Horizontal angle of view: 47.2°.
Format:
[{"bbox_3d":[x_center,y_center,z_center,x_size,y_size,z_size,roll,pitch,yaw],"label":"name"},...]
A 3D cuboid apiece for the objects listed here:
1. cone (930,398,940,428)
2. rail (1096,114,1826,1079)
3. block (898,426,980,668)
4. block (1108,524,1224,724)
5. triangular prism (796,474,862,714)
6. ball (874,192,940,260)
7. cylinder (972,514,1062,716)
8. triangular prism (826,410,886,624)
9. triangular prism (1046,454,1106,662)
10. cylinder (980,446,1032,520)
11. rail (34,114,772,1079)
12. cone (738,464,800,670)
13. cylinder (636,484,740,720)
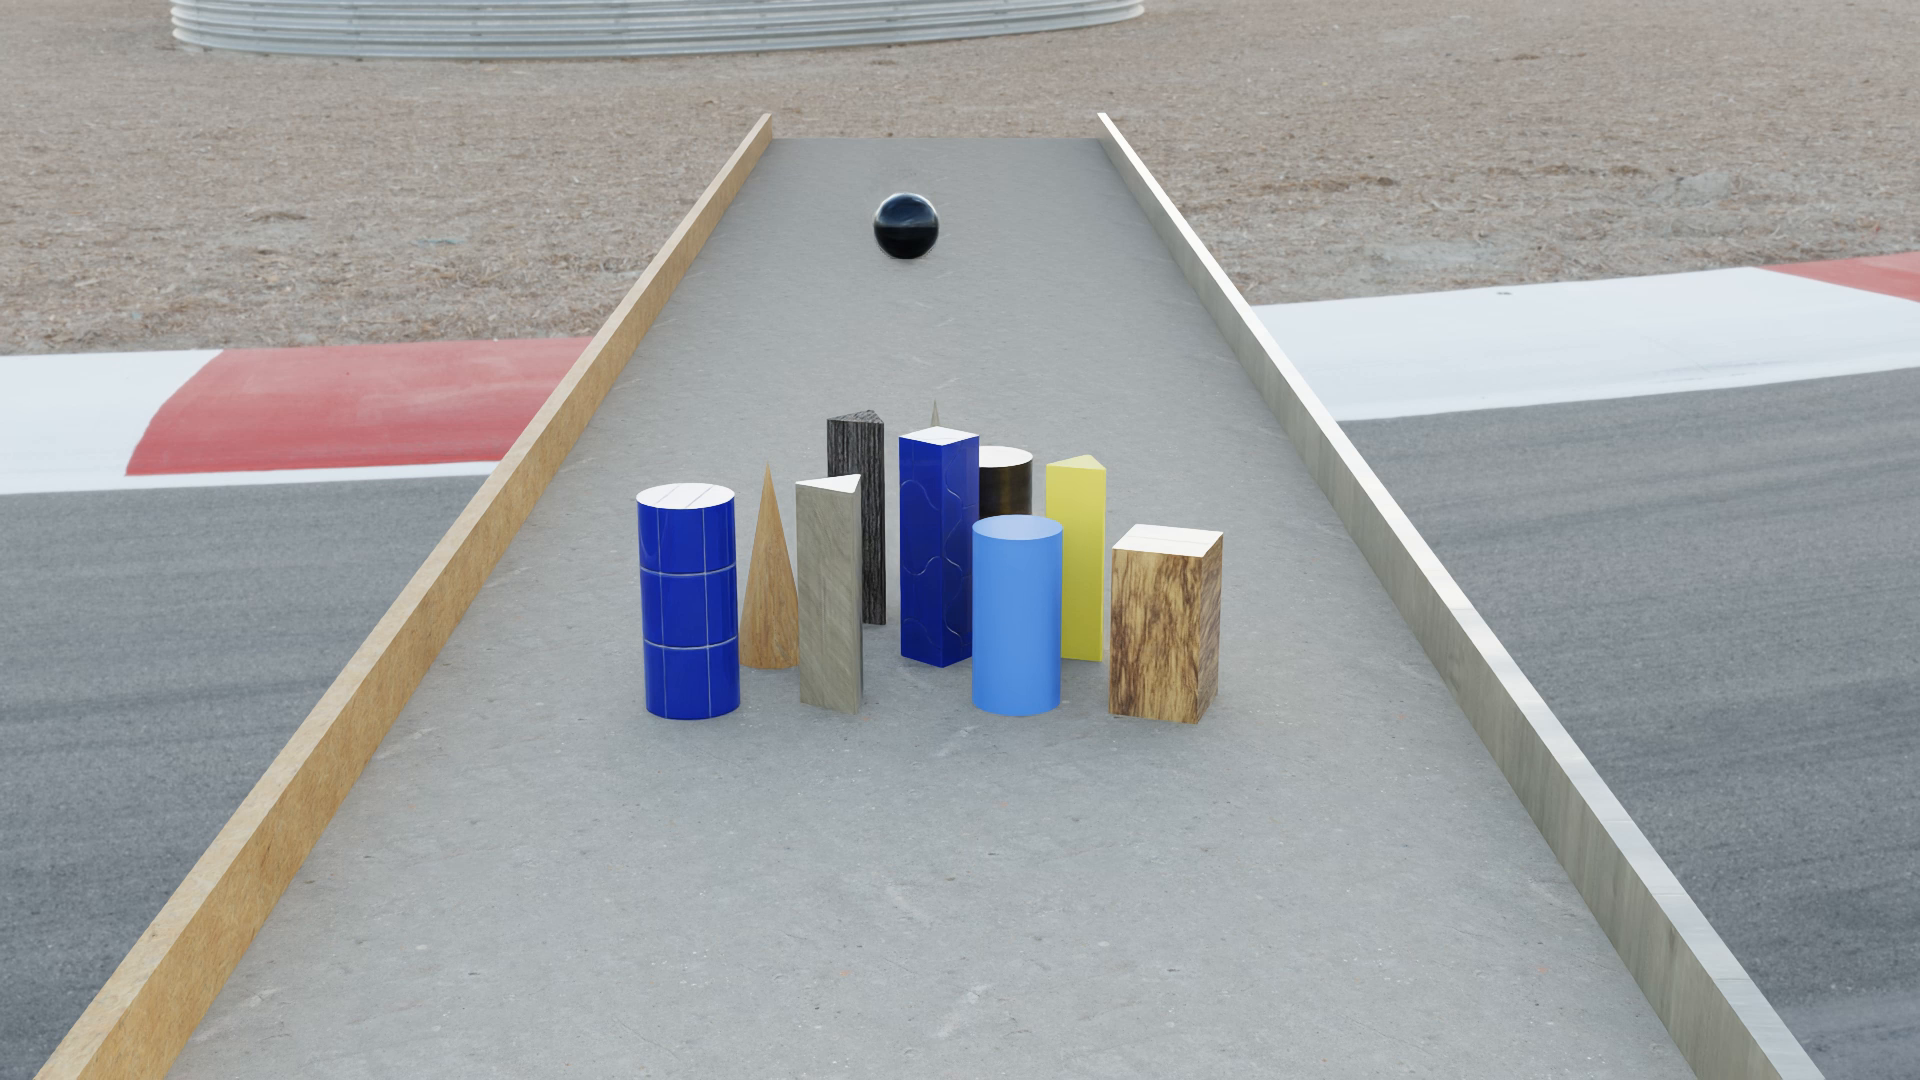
[{"bbox_3d":[-0.054,-0.112,4.866,0.142,0.420,0.142,0,17,0],"label":"cone"},{"bbox_3d":[0.932,-0.844,7.801,0.050,0.150,12.000,0,17,-1],"label":"rail"},{"bbox_3d":[-0.041,0.014,4.381,0.112,0.456,0.112,14,21,39],"label":"block"},{"bbox_3d":[0.387,0.156,4.134,0.169,0.325,0.169,6,18,19],"label":"block"},{"bbox_3d":[-0.220,0.097,4.141,0.129,0.432,0.112,10,20,31],"label":"triangular prism"},{"bbox_3d":[-0.222,-1.302,9.120,0.276,0.276,0.276,0,17,0],"label":"ball"},{"bbox_3d":[0.107,0.141,4.151,0.169,0.344,0.169,0,17,0],"label":"cylinder"},{"bbox_3d":[-0.201,-0.050,4.630,0.123,0.436,0.107,5,17,16],"label":"triangular prism"},{"bbox_3d":[0.242,0.034,4.417,0.120,0.397,0.104,5,17,16],"label":"triangular prism"},{"bbox_3d":[0.064,-0.010,4.656,0.176,0.345,0.176,0,17,0],"label":"cylinder"},{"bbox_3d":[-1.118,-0.838,7.780,0.050,0.150,12.000,0,17,-1],"label":"rail"},{"bbox_3d":[-0.378,0.038,4.380,0.153,0.410,0.153,0,17,0],"label":"cone"},{"bbox_3d":[-0.507,0.115,4.122,0.180,0.410,0.180,0,17,0],"label":"cylinder"}]
